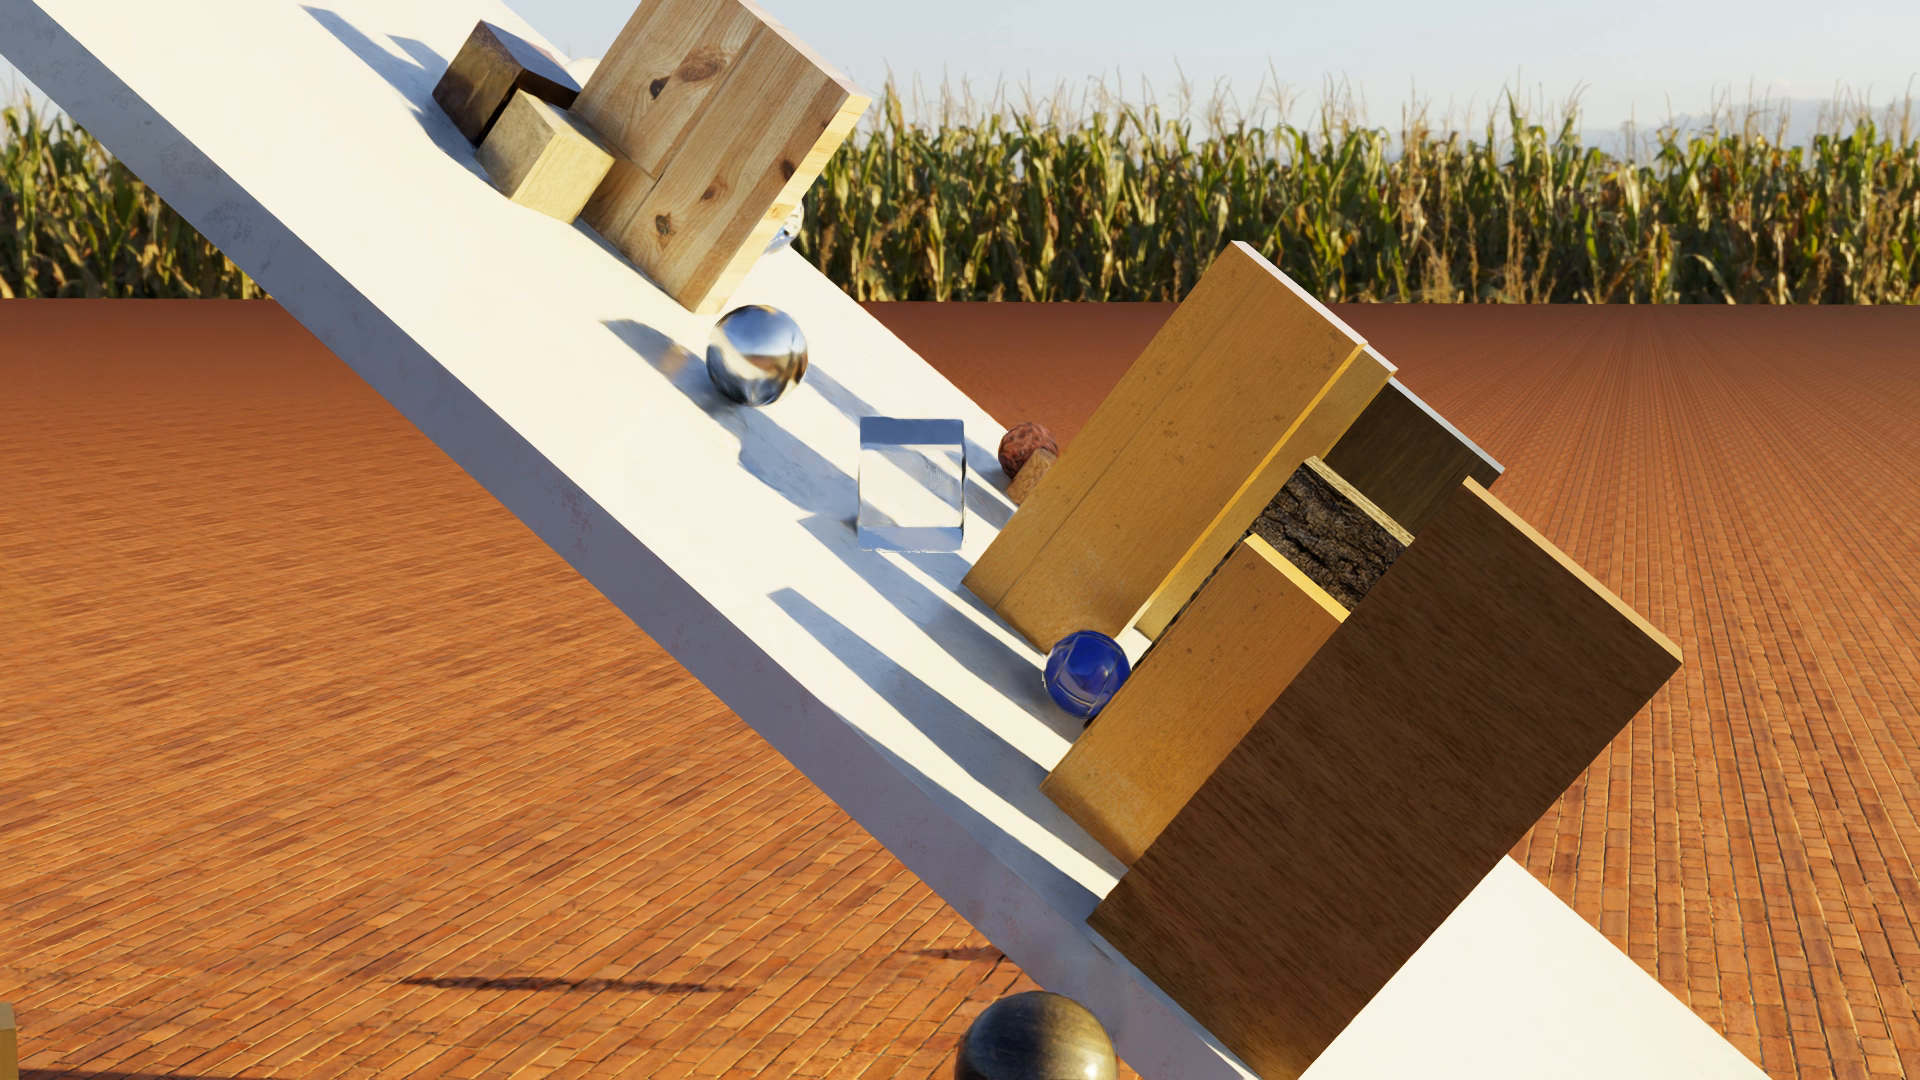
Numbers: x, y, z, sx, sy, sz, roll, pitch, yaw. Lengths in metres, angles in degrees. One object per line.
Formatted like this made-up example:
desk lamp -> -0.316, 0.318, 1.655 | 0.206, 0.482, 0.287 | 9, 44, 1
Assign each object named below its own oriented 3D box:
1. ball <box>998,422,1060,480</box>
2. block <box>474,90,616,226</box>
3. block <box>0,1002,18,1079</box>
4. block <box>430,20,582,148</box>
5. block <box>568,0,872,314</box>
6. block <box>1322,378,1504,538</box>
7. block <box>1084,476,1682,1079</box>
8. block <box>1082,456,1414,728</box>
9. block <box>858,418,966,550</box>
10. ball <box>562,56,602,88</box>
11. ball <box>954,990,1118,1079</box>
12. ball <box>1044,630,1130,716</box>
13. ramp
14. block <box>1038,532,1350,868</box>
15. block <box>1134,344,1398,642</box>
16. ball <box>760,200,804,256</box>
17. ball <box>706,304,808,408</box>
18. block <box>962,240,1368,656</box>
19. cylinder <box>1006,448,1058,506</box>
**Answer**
ball -> 0.146, -0.186, 4.697 | 0.130, 0.130, 0.130 | 0, 7, 0
block -> -0.776, -0.715, 4.110 | 0.154, 0.154, 0.154 | 16, 27, -52
block -> -2.202, 1.163, 4.875 | 0.201, 0.201, 0.201 | -3, 8, -26
block -> -0.869, -0.858, 4.256 | 0.180, 0.180, 0.180 | 16, 27, -53
block -> -0.501, -0.773, 4.204 | 0.440, 0.517, 0.124 | 41, 16, 9
block -> 0.798, 0.004, 4.622 | 0.321, 0.659, 0.134 | 41, 16, 9
block -> 0.556, 0.334, 2.949 | 0.353, 0.792, 0.111 | 41, 16, 9
block -> 0.536, 0.205, 3.641 | 0.370, 0.581, 0.129 | 41, 16, 9
block -> -0.083, -0.097, 3.743 | 0.176, 0.176, 0.176 | 1, 21, -2
ball -> -0.768, -0.907, 4.581 | 0.195, 0.195, 0.195 | 0, 7, 0
ball -> 0.097, 0.680, 2.797 | 0.209, 0.209, 0.209 | 0, 7, 0
ball -> 0.210, 0.220, 3.619 | 0.141, 0.141, 0.141 | 0, 7, 0
ramp -> -0.020, 0.071, 4.049 | 4.000, 0.100, 2.000 | 41, 16, 9
block -> 0.434, 0.316, 3.272 | 0.416, 0.496, 0.098 | 41, 16, 9
block -> 0.530, -0.143, 4.356 | 0.259, 0.709, 0.128 | 41, 16, 9
ball -> -0.434, -0.713, 4.780 | 0.189, 0.189, 0.189 | 0, 7, 0
ball -> -0.359, -0.326, 3.892 | 0.183, 0.183, 0.183 | 0, 7, 0
block -> 0.351, -0.133, 3.842 | 0.276, 0.764, 0.139 | 41, 16, 9
cylinder -> 0.171, -0.117, 4.601 | 0.108, 0.108, 0.108 | 35, 16, -12
